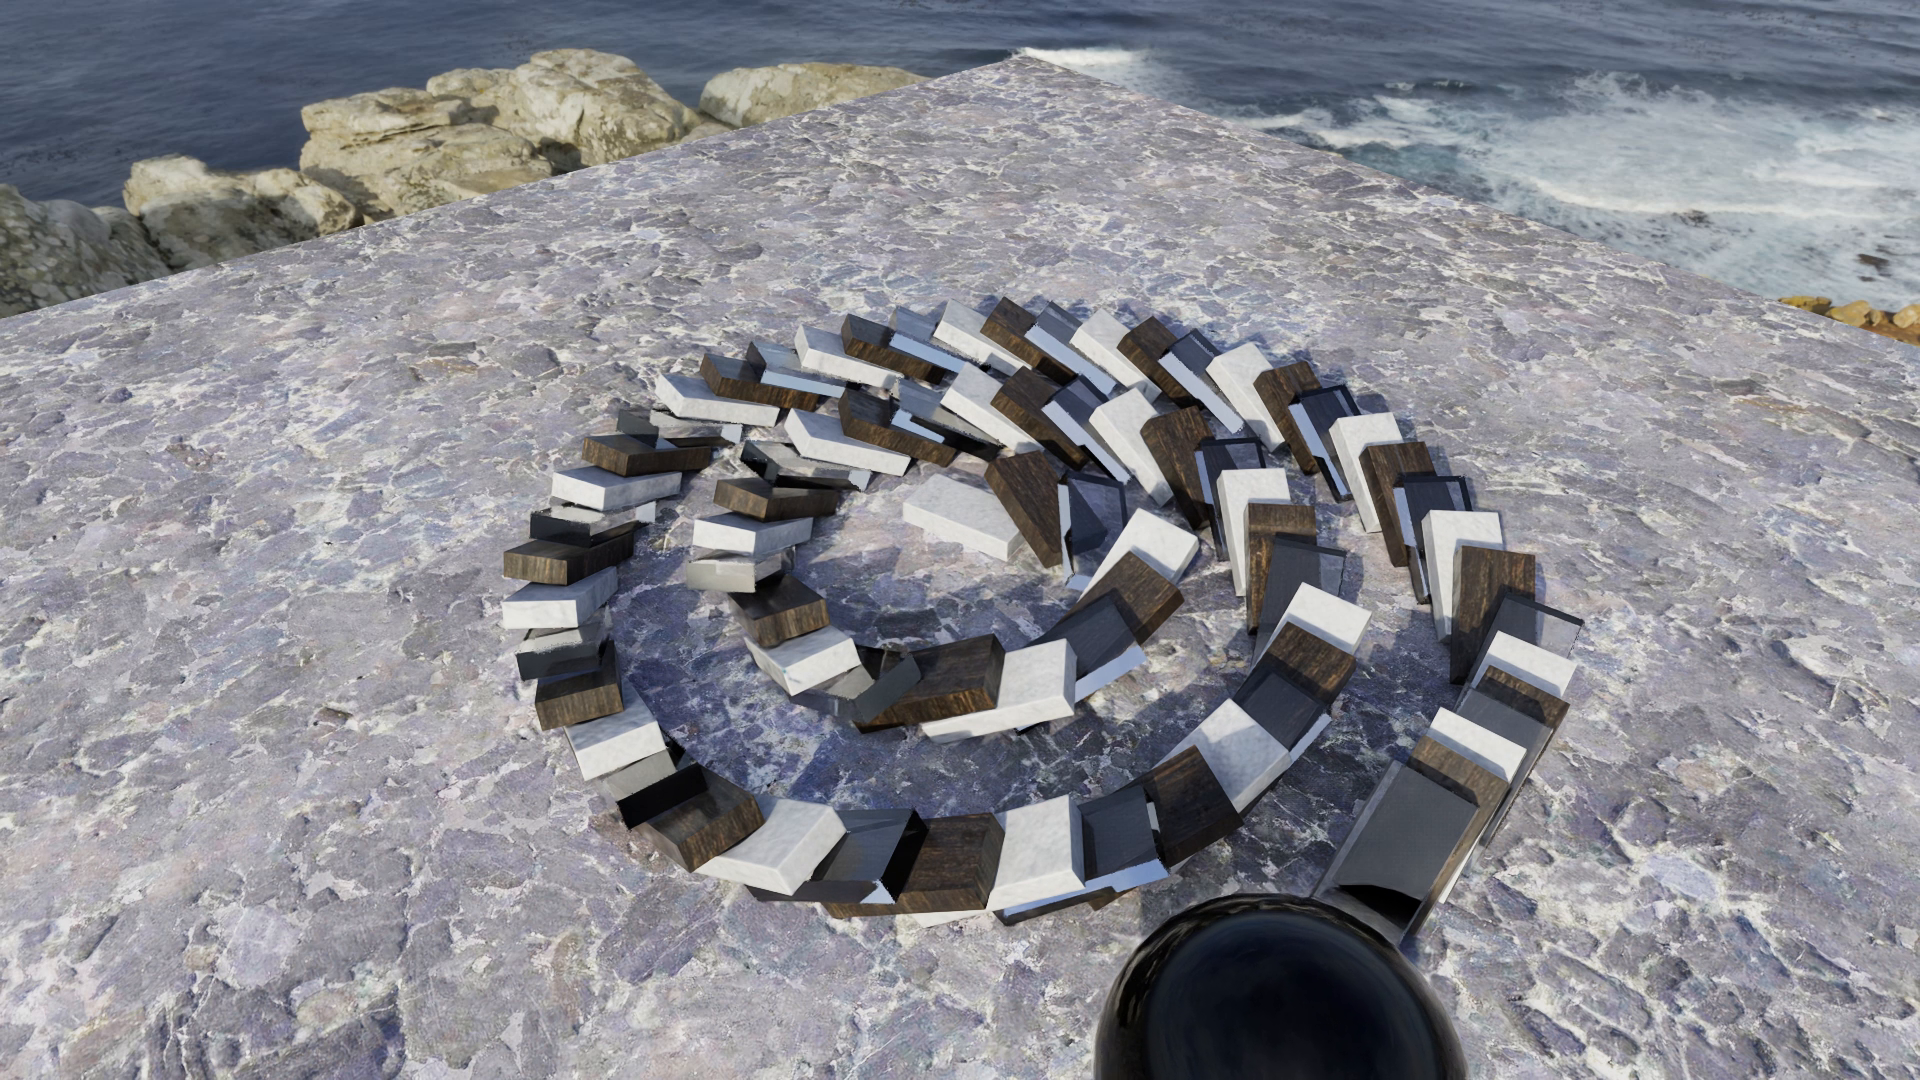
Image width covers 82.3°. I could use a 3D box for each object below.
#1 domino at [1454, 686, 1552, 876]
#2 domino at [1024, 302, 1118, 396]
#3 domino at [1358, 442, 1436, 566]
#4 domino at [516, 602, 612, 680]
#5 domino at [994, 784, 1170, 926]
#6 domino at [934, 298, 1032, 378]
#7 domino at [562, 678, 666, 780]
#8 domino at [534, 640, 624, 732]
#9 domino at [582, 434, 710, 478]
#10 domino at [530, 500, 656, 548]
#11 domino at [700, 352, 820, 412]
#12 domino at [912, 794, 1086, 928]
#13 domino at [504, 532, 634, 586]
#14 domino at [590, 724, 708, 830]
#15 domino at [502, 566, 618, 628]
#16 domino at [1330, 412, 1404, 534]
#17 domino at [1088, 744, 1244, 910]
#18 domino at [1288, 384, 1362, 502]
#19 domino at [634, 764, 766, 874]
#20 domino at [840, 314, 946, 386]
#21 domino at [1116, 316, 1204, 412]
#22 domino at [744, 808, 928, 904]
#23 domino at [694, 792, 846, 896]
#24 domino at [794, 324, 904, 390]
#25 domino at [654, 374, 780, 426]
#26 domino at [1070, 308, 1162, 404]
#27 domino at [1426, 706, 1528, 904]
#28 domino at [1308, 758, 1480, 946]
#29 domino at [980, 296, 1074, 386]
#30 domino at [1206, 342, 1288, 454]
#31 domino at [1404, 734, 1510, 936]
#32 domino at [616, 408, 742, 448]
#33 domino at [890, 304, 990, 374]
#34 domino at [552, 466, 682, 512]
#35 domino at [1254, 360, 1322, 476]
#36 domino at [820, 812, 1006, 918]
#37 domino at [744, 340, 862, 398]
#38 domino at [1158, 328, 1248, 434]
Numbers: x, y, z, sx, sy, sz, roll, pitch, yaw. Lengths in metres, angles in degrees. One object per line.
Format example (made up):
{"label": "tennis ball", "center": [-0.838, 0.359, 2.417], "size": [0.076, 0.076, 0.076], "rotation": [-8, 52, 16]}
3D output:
{"label": "domino", "center": [0.153, 0.072, 0.330], "size": [0.025, 0.010, 0.050], "rotation": [30, 91, 31]}
{"label": "domino", "center": [0.059, -0.095, 0.543], "size": [0.050, 0.010, 0.025], "rotation": [36, 45, 1]}
{"label": "domino", "center": [0.182, -0.015, 0.445], "size": [0.025, 0.009, 0.050], "rotation": [-6, 66, -7]}
{"label": "domino", "center": [-0.137, 0.035, 0.384], "size": [0.025, 0.010, 0.050], "rotation": [-9, 13, -11]}
{"label": "domino", "center": [0.033, 0.091, 0.316], "size": [0.050, 0.009, 0.025], "rotation": [-22, 38, 15]}
{"label": "domino", "center": [0.013, -0.100, 0.548], "size": [0.050, 0.009, 0.025], "rotation": [26, 39, -10]}
{"label": "domino", "center": [-0.113, 0.060, 0.354], "size": [0.025, 0.009, 0.050], "rotation": [-20, 17, -23]}
{"label": "domino", "center": [-0.127, 0.048, 0.369], "size": [0.025, 0.010, 0.050], "rotation": [-13, 15, -16]}
{"label": "domino", "center": [-0.134, -0.037, 0.472], "size": [0.025, 0.009, 0.050], "rotation": [21, 17, 24]}
{"label": "domino", "center": [-0.145, -0.009, 0.437], "size": [0.025, 0.009, 0.050], "rotation": [9, 14, 11]}
{"label": "domino", "center": [-0.094, -0.074, 0.517], "size": [0.050, 0.009, 0.025], "rotation": [6, 30, -37]}
{"label": "domino", "center": [0.010, 0.092, 0.314], "size": [0.050, 0.009, 0.025], "rotation": [-20, 36, 18]}
{"label": "domino", "center": [-0.148, 0.005, 0.420], "size": [0.025, 0.010, 0.050], "rotation": [8, 14, 10]}
{"label": "domino", "center": [-0.099, 0.071, 0.340], "size": [0.025, 0.010, 0.050], "rotation": [-24, 19, -26]}
{"label": "domino", "center": [-0.145, 0.020, 0.401], "size": [0.025, 0.010, 0.050], "rotation": [-1, 12, -1]}
{"label": "domino", "center": [0.176, -0.029, 0.462], "size": [0.025, 0.009, 0.050], "rotation": [-7, 66, -9]}
{"label": "domino", "center": [0.055, 0.084, 0.323], "size": [0.050, 0.009, 0.025], "rotation": [-32, 42, 5]}
{"label": "domino", "center": [0.166, -0.043, 0.479], "size": [0.025, 0.010, 0.050], "rotation": [-13, 67, -16]}
{"label": "domino", "center": [-0.082, 0.081, 0.328], "size": [0.025, 0.010, 0.050], "rotation": [-30, 21, -31]}
{"label": "domino", "center": [-0.033, -0.094, 0.541], "size": [0.050, 0.009, 0.025], "rotation": [15, 34, -23]}
{"label": "domino", "center": [0.102, -0.083, 0.529], "size": [0.050, 0.010, 0.025], "rotation": [45, 53, 9]}
{"label": "domino", "center": [-0.036, 0.091, 0.316], "size": [0.050, 0.010, 0.025], "rotation": [-10, 32, 31]}
{"label": "domino", "center": [-0.059, 0.087, 0.320], "size": [0.050, 0.010, 0.025], "rotation": [-4, 30, 41]}
{"label": "domino", "center": [-0.054, -0.088, 0.535], "size": [0.050, 0.010, 0.025], "rotation": [12, 33, -28]}
{"label": "domino", "center": [-0.111, -0.064, 0.505], "size": [0.050, 0.010, 0.025], "rotation": [1, 30, -43]}
{"label": "domino", "center": [0.081, -0.090, 0.536], "size": [0.050, 0.010, 0.025], "rotation": [40, 49, 5]}
{"label": "domino", "center": [0.142, 0.078, 0.323], "size": [0.025, 0.009, 0.050], "rotation": [28, 90, 31]}
{"label": "domino", "center": [0.121, 0.090, 0.309], "size": [0.025, 0.009, 0.050], "rotation": [31, 91, 32]}
{"label": "domino", "center": [0.037, -0.099, 0.547], "size": [0.050, 0.010, 0.025], "rotation": [33, 43, -2]}
{"label": "domino", "center": [0.139, -0.066, 0.507], "size": [0.025, 0.009, 0.050], "rotation": [-25, 73, -28]}
{"label": "domino", "center": [0.132, 0.084, 0.316], "size": [0.025, 0.009, 0.050], "rotation": [32, 92, 32]}
{"label": "domino", "center": [-0.124, -0.050, 0.488], "size": [0.025, 0.010, 0.050], "rotation": [25, 19, 27]}
{"label": "domino", "center": [-0.010, -0.098, 0.546], "size": [0.050, 0.010, 0.025], "rotation": [19, 35, -18]}
{"label": "domino", "center": [-0.141, -0.023, 0.455], "size": [0.025, 0.009, 0.050], "rotation": [16, 16, 19]}
{"label": "domino", "center": [0.155, -0.055, 0.494], "size": [0.025, 0.009, 0.050], "rotation": [-16, 68, -19]}
{"label": "domino", "center": [-0.014, 0.093, 0.313], "size": [0.050, 0.010, 0.025], "rotation": [-13, 33, 27]}
{"label": "domino", "center": [-0.075, -0.081, 0.526], "size": [0.050, 0.010, 0.025], "rotation": [7, 31, -35]}
{"label": "domino", "center": [0.120, -0.075, 0.519], "size": [0.050, 0.010, 0.025], "rotation": [47, 54, 11]}
